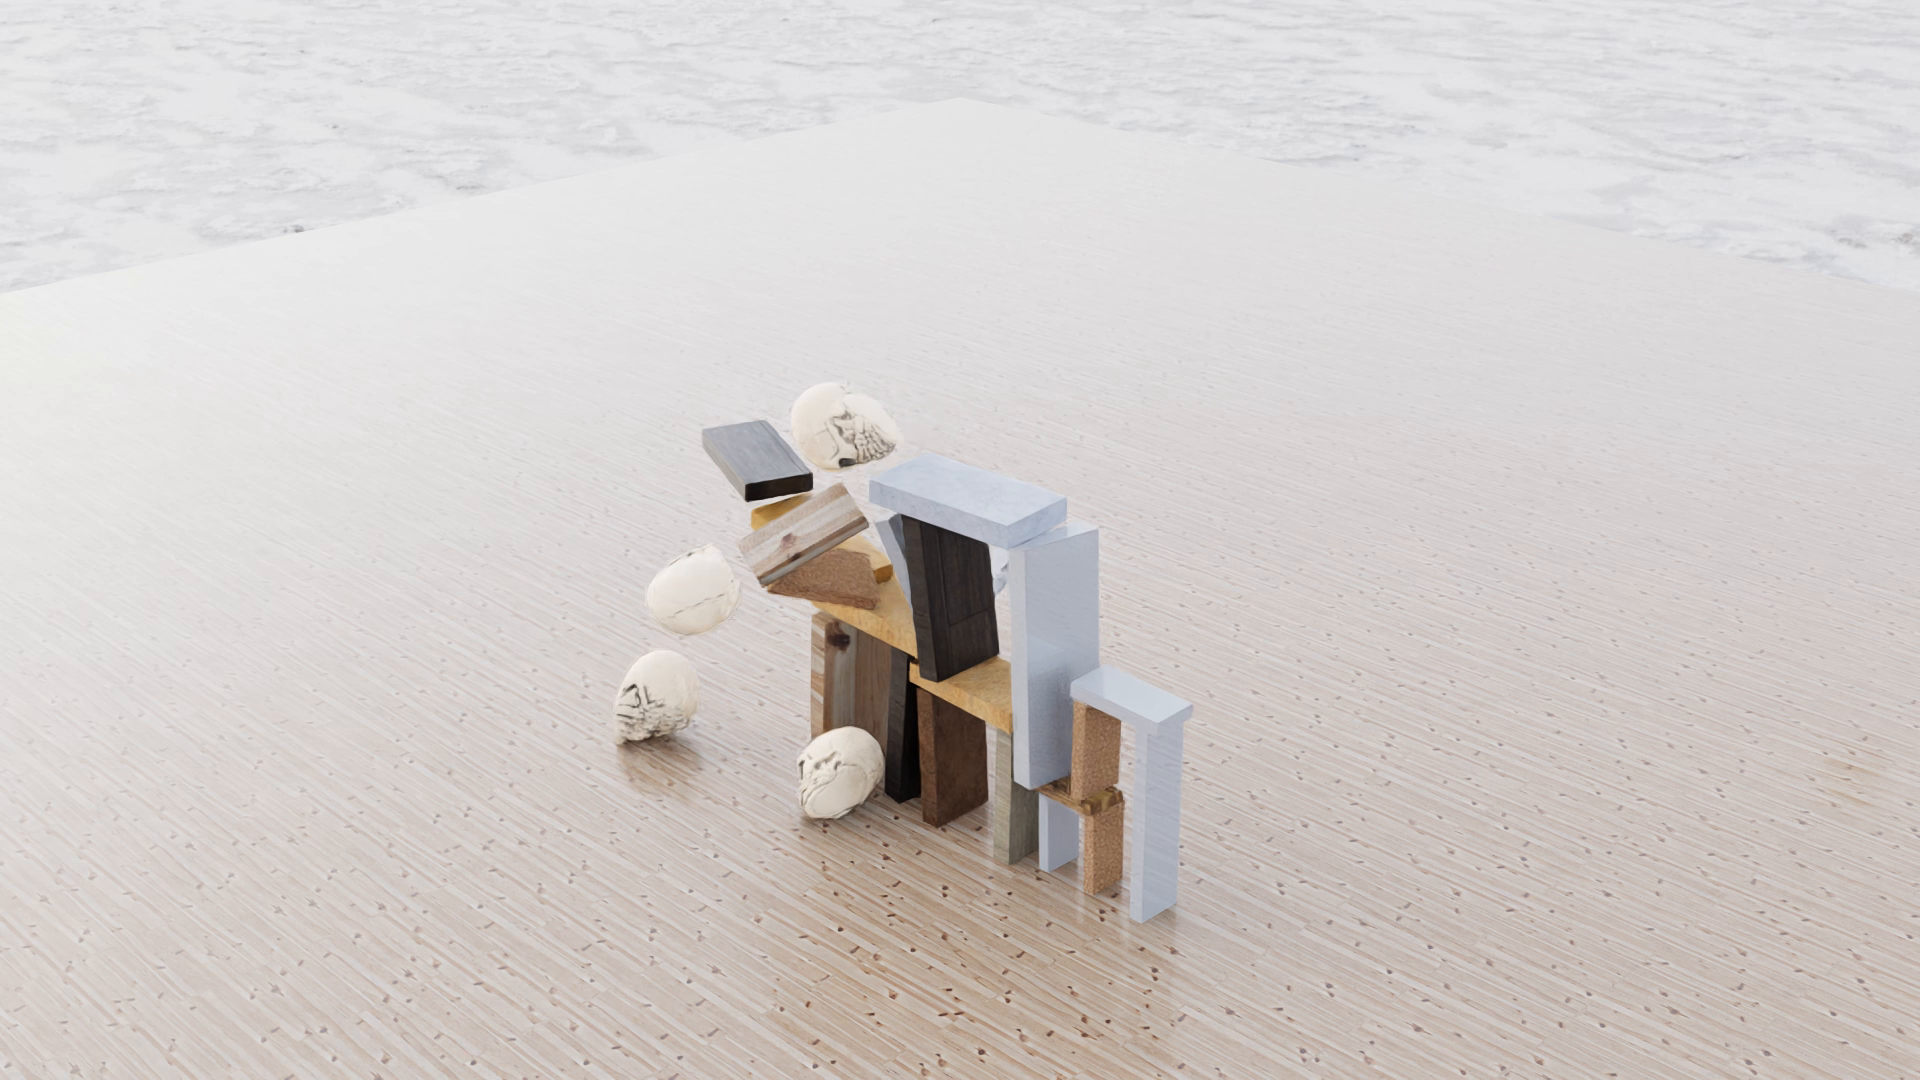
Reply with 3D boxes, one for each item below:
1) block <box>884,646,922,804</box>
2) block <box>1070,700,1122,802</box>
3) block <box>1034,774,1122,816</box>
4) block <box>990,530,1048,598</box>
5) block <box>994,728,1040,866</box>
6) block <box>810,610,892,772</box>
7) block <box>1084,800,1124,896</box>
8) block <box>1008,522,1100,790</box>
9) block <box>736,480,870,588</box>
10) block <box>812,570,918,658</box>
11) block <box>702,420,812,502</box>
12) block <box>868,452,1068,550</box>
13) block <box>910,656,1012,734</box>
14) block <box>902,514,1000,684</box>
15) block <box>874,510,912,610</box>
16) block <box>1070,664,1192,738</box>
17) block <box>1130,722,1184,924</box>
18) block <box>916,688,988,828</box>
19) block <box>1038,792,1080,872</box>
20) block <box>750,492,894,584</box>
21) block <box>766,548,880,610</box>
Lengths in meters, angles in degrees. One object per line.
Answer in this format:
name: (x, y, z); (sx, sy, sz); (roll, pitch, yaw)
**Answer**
block: (-0.061, 0.350, 4.475); (0.177, 0.355, 0.050); (-19, 35, -36)
block: (0.254, 0.376, 4.093); (0.102, 0.203, 0.029); (-21, 33, -39)
block: (0.216, 0.471, 4.169); (0.086, 0.024, 0.171); (-20, 27, -37)
block: (-0.015, 0.145, 4.997); (0.147, 0.042, 0.699); (10, 47, 38)
block: (0.134, 0.471, 4.272); (0.148, 0.295, 0.042); (-21, 32, -41)
block: (-0.223, 0.299, 4.597); (0.177, 0.355, 0.050); (-16, 32, -33)
block: (0.273, 0.580, 4.175); (0.085, 0.171, 0.024); (-21, 30, -40)
block: (0.179, 0.218, 4.117); (0.172, 0.486, 0.049); (-16, 25, -33)
block: (-0.305, -0.011, 4.249); (0.238, 0.034, 0.119); (-31, 44, -5)
block: (-0.122, 0.138, 4.453); (0.177, 0.050, 0.355); (-20, 30, -37)
block: (-0.435, -0.172, 4.693); (0.147, 0.042, 0.294); (-11, 30, -21)
block: (0.013, -0.076, 4.120); (0.344, 0.049, 0.172); (19, 31, 37)
block: (0.053, 0.283, 4.276); (0.148, 0.042, 0.295); (-19, 29, -36)
block: (-0.016, 0.085, 4.246); (0.172, 0.344, 0.049); (-23, 25, -39)
block: (-0.079, 0.047, 4.298); (0.034, 0.238, 0.119); (-13, 17, 35)
block: (0.311, 0.291, 4.005); (0.203, 0.029, 0.102); (24, 33, 37)
block: (0.362, 0.510, 4.047); (0.102, 0.399, 0.029); (-21, 31, -41)
block: (-0.013, 0.413, 4.406); (0.042, 0.295, 0.148); (18, 29, 41)
block: (0.192, 0.549, 4.245); (0.086, 0.171, 0.024); (-22, 31, -38)
block: (-0.287, 0.009, 4.552); (0.147, 0.042, 0.294); (-19, 44, -37)
block: (-0.279, 0.065, 4.349); (0.238, 0.034, 0.119); (11, 46, -32)
